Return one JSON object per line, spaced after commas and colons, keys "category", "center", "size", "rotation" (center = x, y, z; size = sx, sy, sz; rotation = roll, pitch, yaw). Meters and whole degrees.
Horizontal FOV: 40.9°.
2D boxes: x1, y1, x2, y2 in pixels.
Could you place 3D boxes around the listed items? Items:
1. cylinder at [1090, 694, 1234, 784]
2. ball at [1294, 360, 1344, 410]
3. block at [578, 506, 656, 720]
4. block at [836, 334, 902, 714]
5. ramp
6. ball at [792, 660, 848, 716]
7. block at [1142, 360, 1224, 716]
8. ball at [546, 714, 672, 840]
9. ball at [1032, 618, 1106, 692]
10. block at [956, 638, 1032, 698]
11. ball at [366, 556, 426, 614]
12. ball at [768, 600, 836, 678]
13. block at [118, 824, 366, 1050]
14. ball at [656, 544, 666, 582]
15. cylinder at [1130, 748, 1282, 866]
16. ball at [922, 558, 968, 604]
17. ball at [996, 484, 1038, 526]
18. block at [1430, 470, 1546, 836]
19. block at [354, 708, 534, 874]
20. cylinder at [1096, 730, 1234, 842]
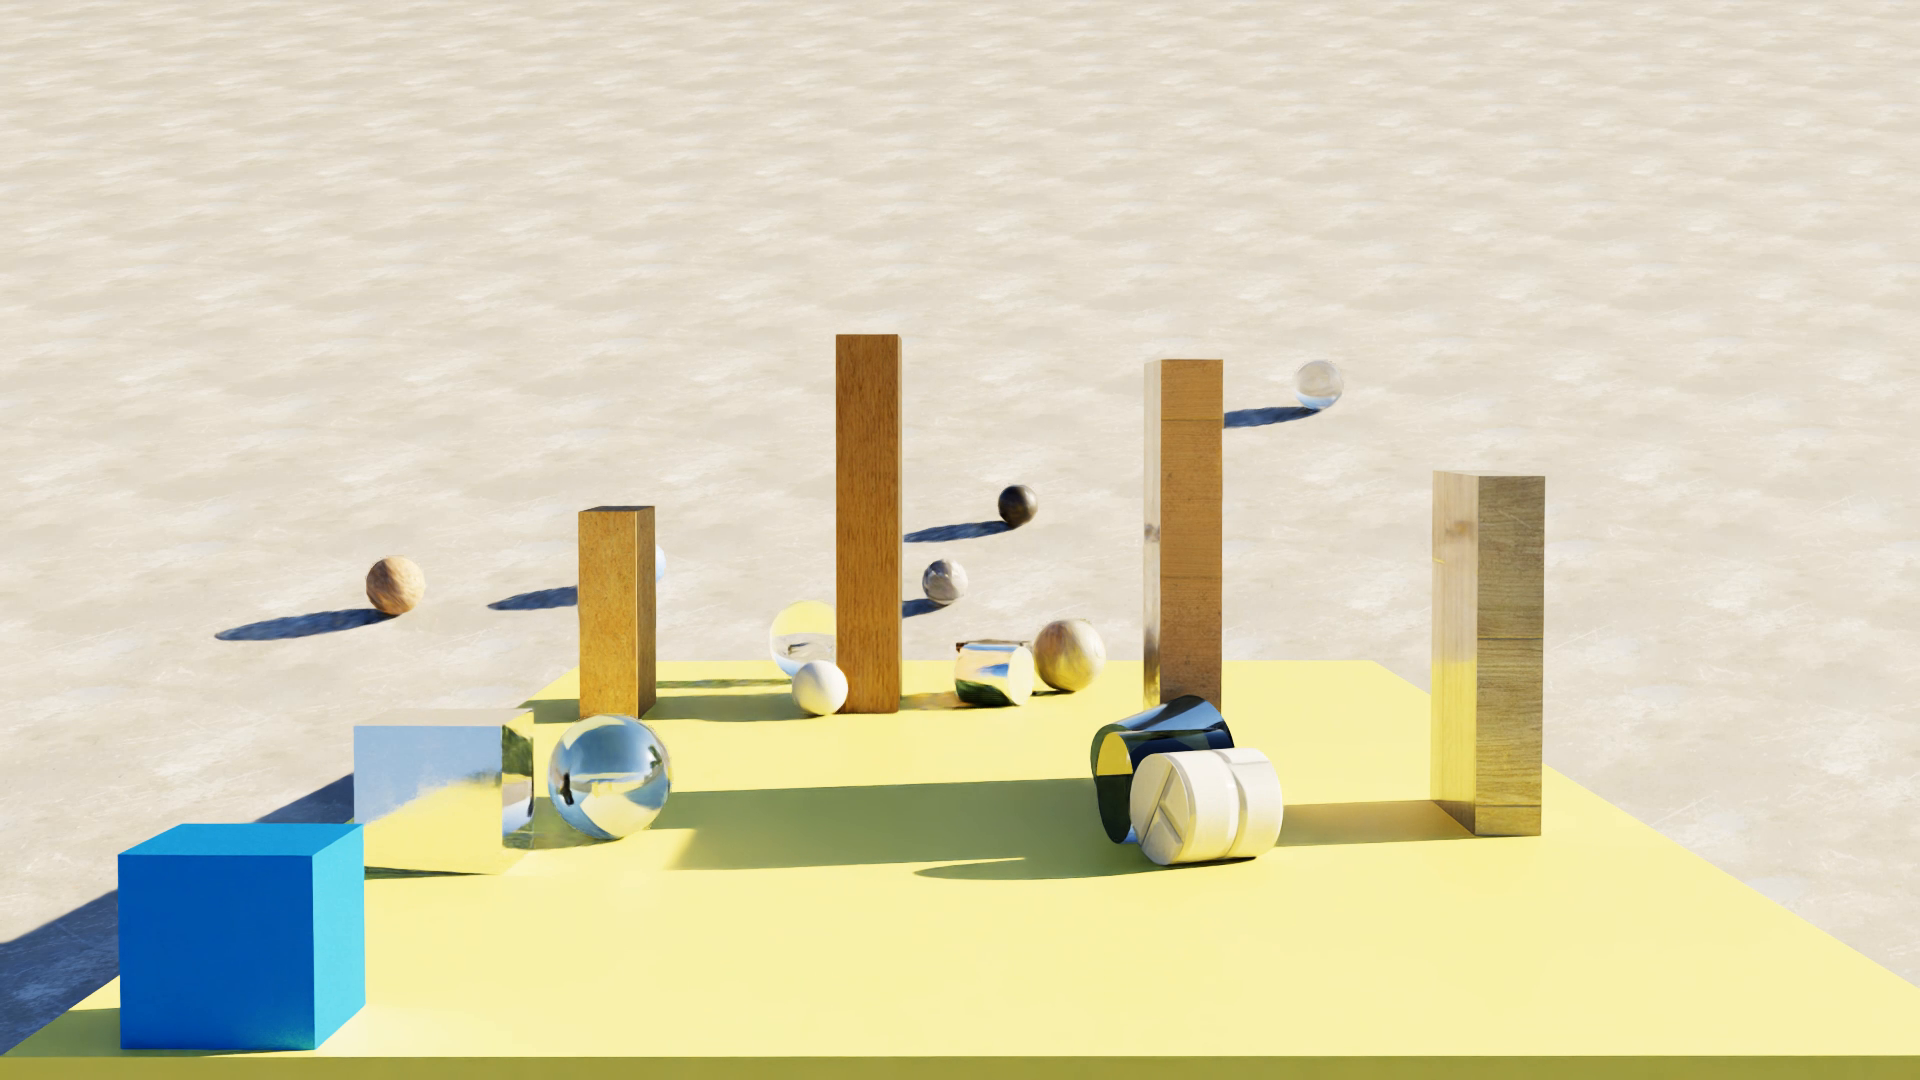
{"category": "cylinder", "center": [0.315, 0.339, 3.990], "size": [0.160, 0.160, 0.160], "rotation": [-17, 28, -36]}
{"category": "ball", "center": [1.201, -0.517, 8.618], "size": [0.168, 0.168, 0.168], "rotation": [0, 22, 0]}
{"category": "block", "center": [-0.719, 0.148, 5.417], "size": [0.117, 0.429, 0.340], "rotation": [0, 3, 0]}
{"category": "block", "center": [-0.195, -0.043, 5.586], "size": [0.130, 0.794, 0.429], "rotation": [0, 3, 0]}
{"category": "ramp", "center": [0.051, 0.457, 4.533], "size": [2.000, 0.100, 4.000], "rotation": [0, 3, 0]}
{"category": "ball", "center": [-0.292, 0.308, 5.341], "size": [0.117, 0.117, 0.117], "rotation": [0, 22, 0]}
{"category": "block", "center": [0.367, 0.062, 4.274], "size": [0.098, 0.715, 0.371], "rotation": [0, 3, 0]}
{"category": "ball", "center": [-0.521, 0.351, 3.820], "size": [0.185, 0.185, 0.185], "rotation": [0, 22, 0]}
{"category": "ball", "center": [0.245, 0.259, 5.795], "size": [0.168, 0.168, 0.168], "rotation": [0, 22, 0]}
{"category": "block", "center": [0.077, 0.287, 5.709], "size": [0.121, 0.121, 0.121], "rotation": [2, 3, 32]}
{"category": "ball", "center": [-1.542, 0.124, 7.023], "size": [0.159, 0.159, 0.159], "rotation": [0, 22, 0]}
{"category": "ball", "center": [-0.353, 0.236, 6.032], "size": [0.191, 0.191, 0.191], "rotation": [0, 22, 0]}
{"category": "block", "center": [-0.736, 0.405, 2.652], "size": [0.195, 0.195, 0.195], "rotation": [0, 3, 2]}
{"category": "ball", "center": [-0.895, 0.064, 7.199], "size": [0.141, 0.141, 0.141], "rotation": [0, 22, 0]}
{"category": "cylinder", "center": [0.347, 0.375, 3.630], "size": [0.156, 0.156, 0.156], "rotation": [-1, 20, -27]}
{"category": "ball", "center": [-0.042, 0.115, 7.091], "size": [0.126, 0.126, 0.126], "rotation": [0, 22, 0]}
{"category": "ball", "center": [0.171, -0.105, 7.646], "size": [0.123, 0.123, 0.123], "rotation": [0, 22, 0]}
{"category": "block", "center": [0.818, 0.164, 4.005], "size": [0.099, 0.537, 0.366], "rotation": [0, 3, 0]}
{"category": "block", "center": [-0.724, 0.351, 3.625], "size": [0.205, 0.205, 0.205], "rotation": [0, 3, 3]}
{"category": "cylinder", "center": [0.306, 0.363, 3.797], "size": [0.164, 0.164, 0.164], "rotation": [1, 21, -19]}
